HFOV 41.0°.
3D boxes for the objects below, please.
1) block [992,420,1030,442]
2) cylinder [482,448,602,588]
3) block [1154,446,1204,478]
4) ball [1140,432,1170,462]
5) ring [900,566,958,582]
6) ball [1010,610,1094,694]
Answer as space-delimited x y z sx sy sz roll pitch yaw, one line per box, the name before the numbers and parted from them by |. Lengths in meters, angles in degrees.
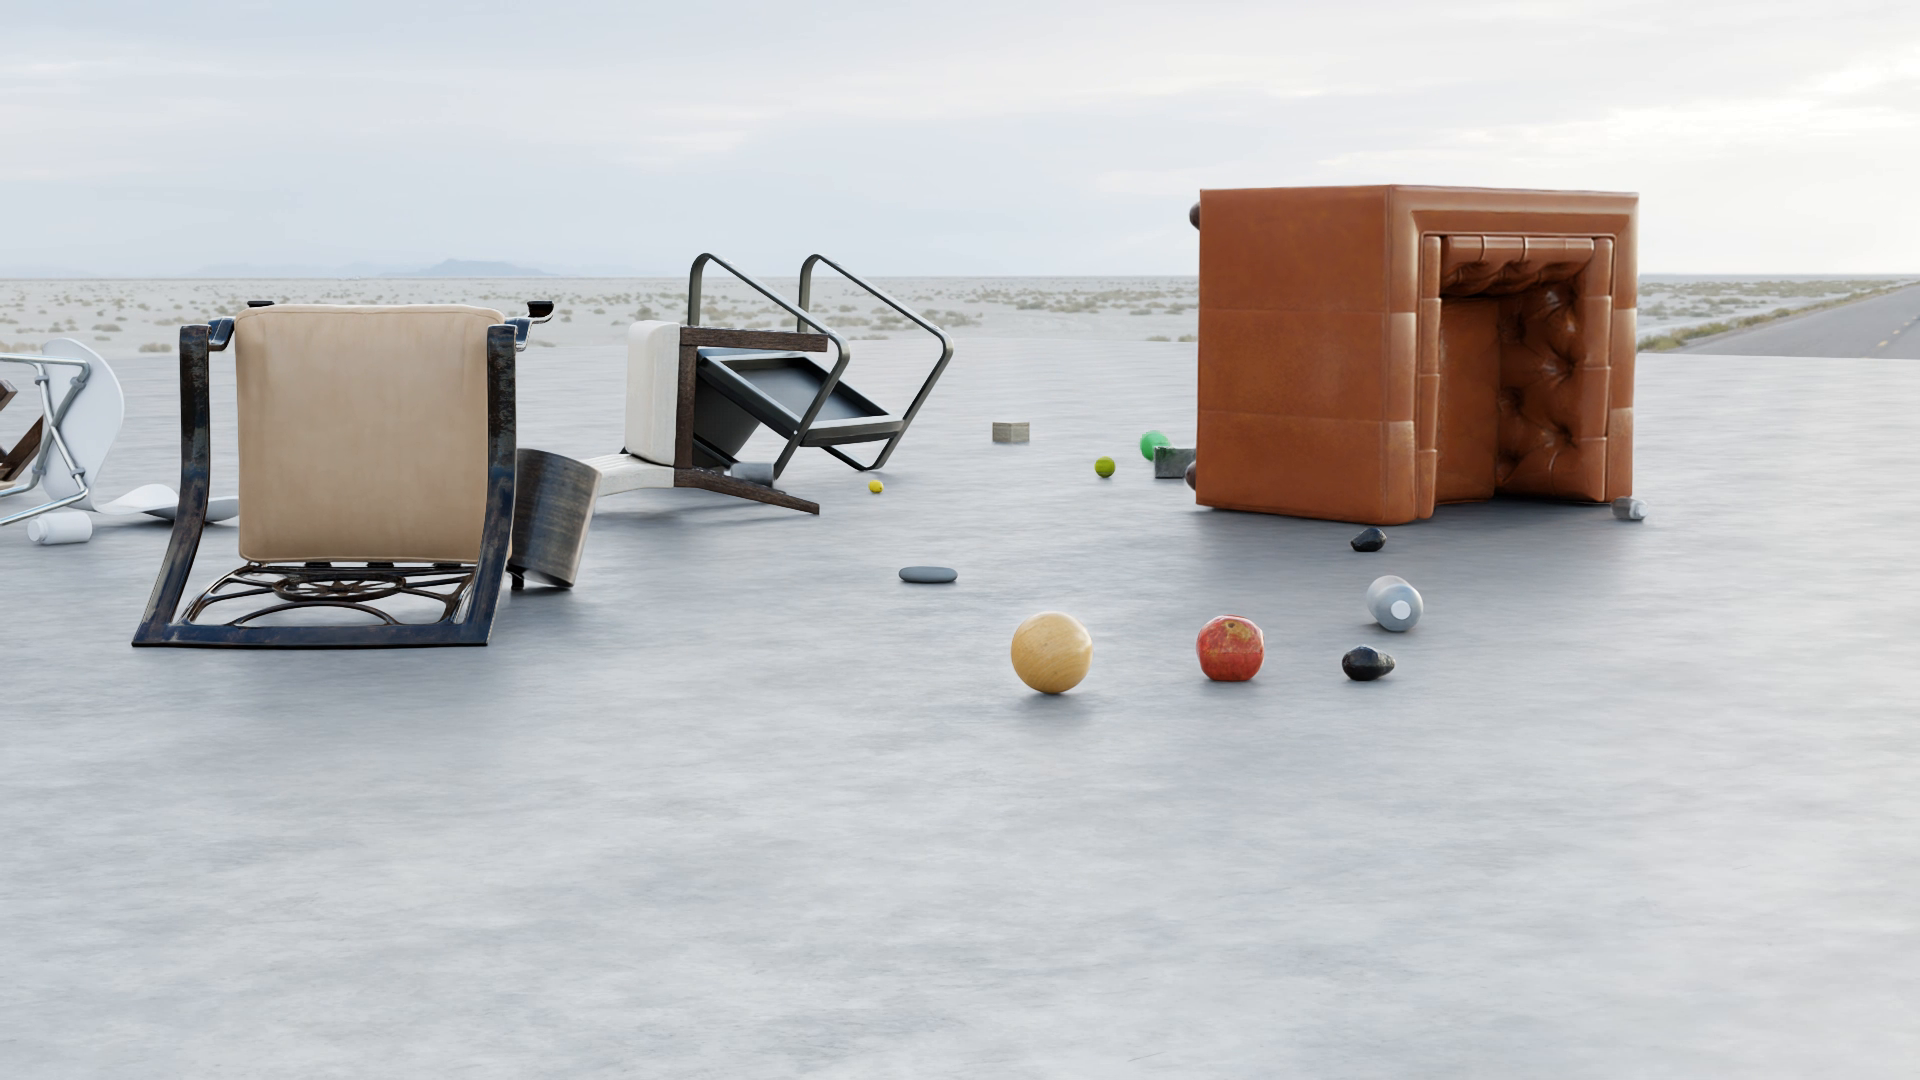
block | 0.203 -0.433 10.246 0.104 0.076 0.106 -6 8 -44
cylinder | -0.874 -0.045 5.378 0.192 0.244 0.219 11 -10 10
block | 0.716 -0.254 8.401 0.157 0.098 0.118 0 6 1
ball | 0.692 -0.331 9.119 0.104 0.104 0.104 0 6 0
ring | -0.069 0.075 5.548 0.130 0.029 0.102 2 5 12
ball | 0.146 0.177 4.054 0.132 0.132 0.132 0 6 0
